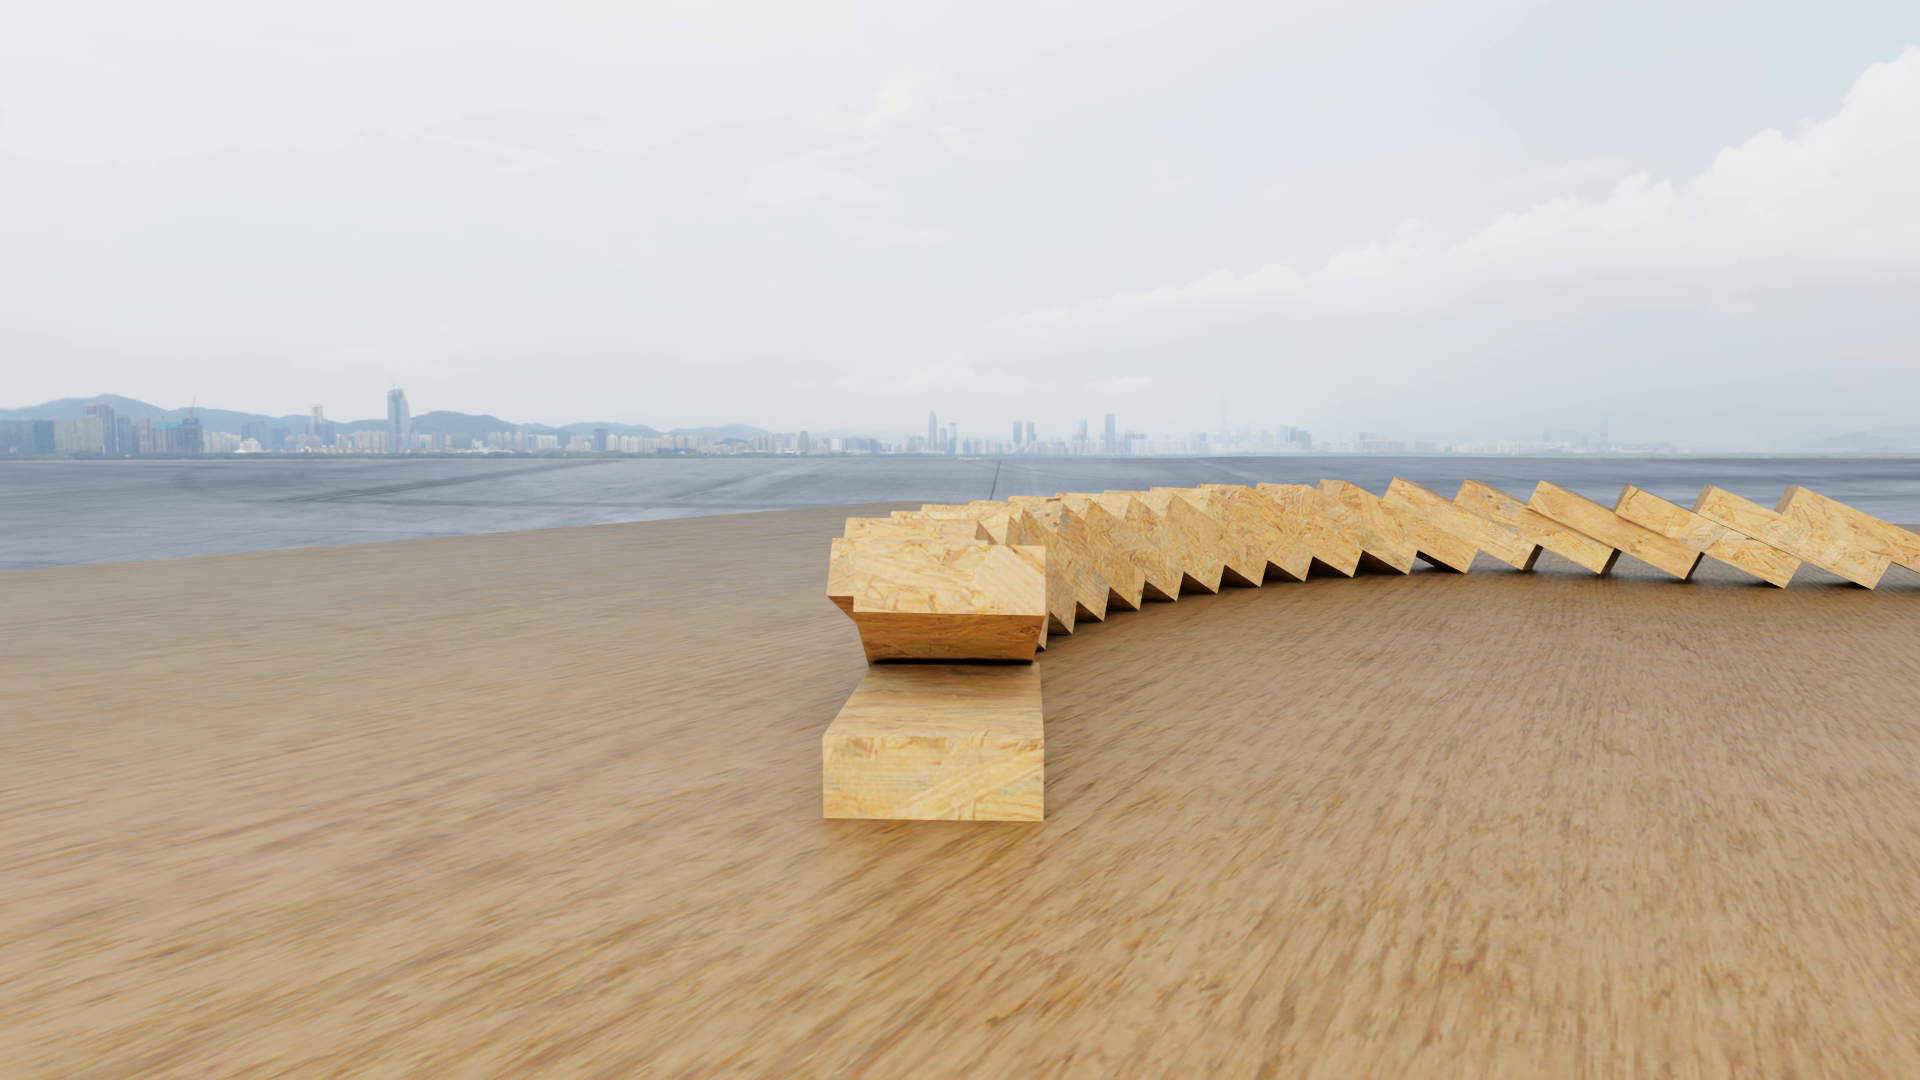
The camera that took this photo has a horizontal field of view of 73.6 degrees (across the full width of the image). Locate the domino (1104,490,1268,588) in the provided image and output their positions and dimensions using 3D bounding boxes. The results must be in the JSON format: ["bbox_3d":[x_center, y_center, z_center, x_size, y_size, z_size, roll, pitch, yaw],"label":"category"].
[{"bbox_3d":[0.065,0.000,0.375,0.050,0.010,0.025,28,-16,-40],"label":"domino"}]

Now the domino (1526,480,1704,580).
[{"bbox_3d":[0.210,-0.004,0.410,0.050,0.009,0.025,31,17,30],"label":"domino"}]

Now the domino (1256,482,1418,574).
[{"bbox_3d":[0.122,-0.004,0.419,0.050,0.009,0.025,25,-6,-23],"label":"domino"}]

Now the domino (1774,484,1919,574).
[{"bbox_3d":[0.274,-0.001,0.384,0.050,0.009,0.025,29,16,22],"label":"domino"}]

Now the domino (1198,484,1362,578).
[{"bbox_3d":[0.101,-0.003,0.410,0.050,0.009,0.025,25,-7,-23],"label":"domino"}]

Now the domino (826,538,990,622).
[{"bbox_3d":[-0.004,0.012,0.223,0.025,0.009,0.050,1,-18,11],"label":"domino"}]

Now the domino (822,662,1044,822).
[{"bbox_3d":[-0.002,0.025,0.170,0.025,0.009,0.050,0,4,3],"label":"domino"}]

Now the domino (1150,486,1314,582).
[{"bbox_3d":[0.082,-0.002,0.393,0.050,0.009,0.025,27,-12,-34],"label":"domino"}]

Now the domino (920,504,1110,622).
[{"bbox_3d":[0.013,0.006,0.295,0.025,0.009,0.050,3,-19,31],"label":"domino"}]

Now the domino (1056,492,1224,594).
[{"bbox_3d":[0.050,0.001,0.357,0.025,0.009,0.050,4,-19,43],"label":"domino"}]

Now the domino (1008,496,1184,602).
[{"bbox_3d":[0.036,0.003,0.338,0.025,0.009,0.050,4,-19,40],"label":"domino"}]

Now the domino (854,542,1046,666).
[{"bbox_3d":[-0.001,0.013,0.192,0.025,0.009,0.050,1,-18,0],"label":"domino"}]

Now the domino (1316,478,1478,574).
[{"bbox_3d":[0.145,-0.005,0.432,0.050,0.010,0.025,26,3,-4],"label":"domino"}]

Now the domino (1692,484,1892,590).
[{"bbox_3d":[0.253,-0.002,0.393,0.050,0.009,0.025,29,15,21],"label":"domino"}]

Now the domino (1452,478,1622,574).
[{"bbox_3d":[0.192,-0.005,0.426,0.050,0.010,0.025,31,17,30],"label":"domino"}]

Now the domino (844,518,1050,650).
[{"bbox_3d":[-0.001,0.009,0.248,0.025,0.009,0.050,1,-20,20],"label":"domino"}]

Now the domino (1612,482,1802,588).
[{"bbox_3d":[0.229,-0.002,0.396,0.050,0.009,0.025,29,16,21],"label":"domino"}]

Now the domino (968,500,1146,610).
[{"bbox_3d":[0.024,0.004,0.316,0.025,0.009,0.050,3,-19,32],"label":"domino"}]

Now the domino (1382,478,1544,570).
[{"bbox_3d":[0.172,-0.006,0.438,0.050,0.009,0.025,31,15,27],"label":"domino"}]

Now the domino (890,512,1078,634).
[{"bbox_3d":[0.006,0.008,0.271,0.025,0.009,0.050,2,-20,22],"label":"domino"}]
